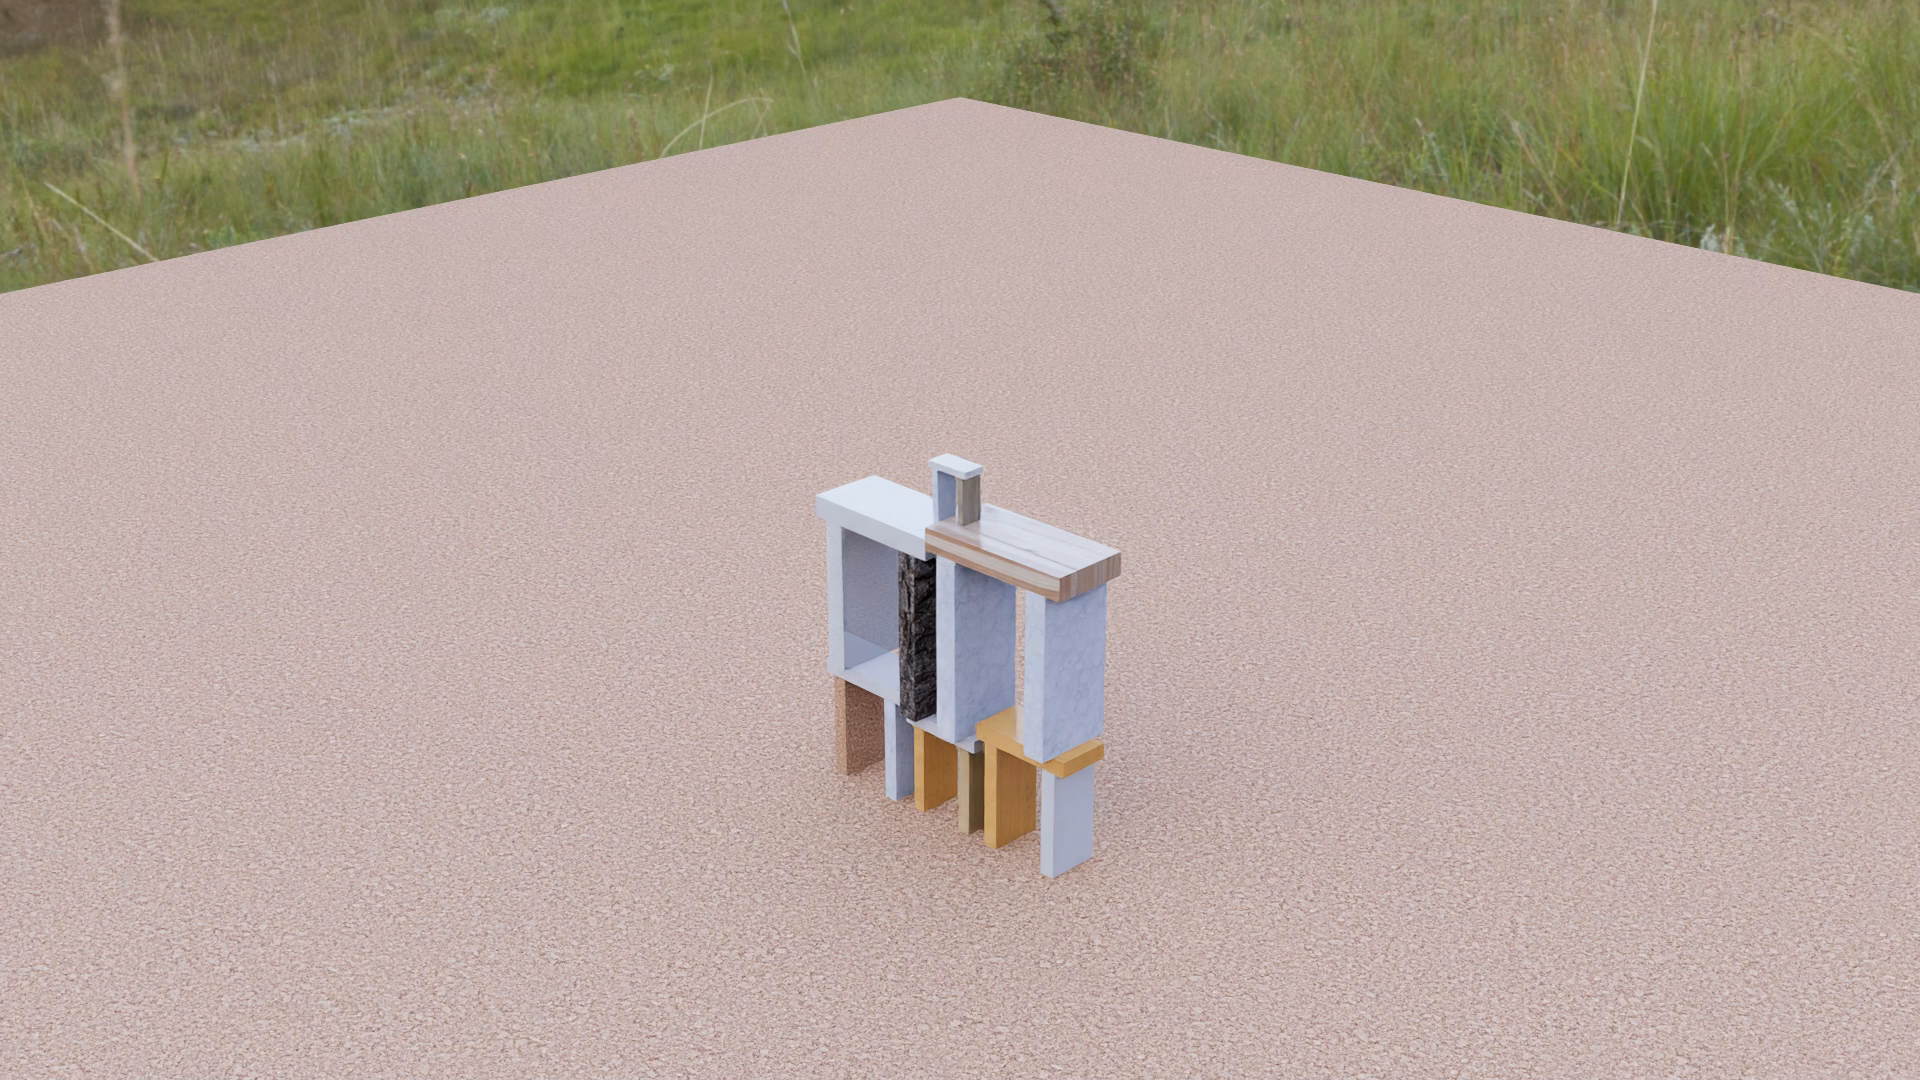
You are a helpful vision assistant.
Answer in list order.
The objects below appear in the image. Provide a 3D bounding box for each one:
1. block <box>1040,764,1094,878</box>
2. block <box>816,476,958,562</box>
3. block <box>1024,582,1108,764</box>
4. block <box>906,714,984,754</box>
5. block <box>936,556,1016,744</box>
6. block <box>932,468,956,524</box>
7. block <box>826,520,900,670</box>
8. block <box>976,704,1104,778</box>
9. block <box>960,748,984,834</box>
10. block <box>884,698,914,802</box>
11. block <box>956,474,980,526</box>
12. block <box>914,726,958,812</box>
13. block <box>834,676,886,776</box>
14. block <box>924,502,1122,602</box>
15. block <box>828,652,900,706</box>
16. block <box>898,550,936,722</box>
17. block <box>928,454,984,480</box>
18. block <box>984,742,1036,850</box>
[{"bbox_3d":[0.207,0.526,4.229,0.032,0.228,0.114,21,31,41],"label":"block"},{"bbox_3d":[-0.120,-0.046,4.340,0.159,0.045,0.318,-21,31,-40],"label":"block"},{"bbox_3d":[0.197,0.231,4.114,0.048,0.341,0.171,21,31,40],"label":"block"},{"bbox_3d":[-0.006,0.366,4.376,0.095,0.027,0.191,-21,31,-41],"label":"block"},{"bbox_3d":[0.032,0.188,4.269,0.048,0.383,0.171,21,31,40],"label":"block"},{"bbox_3d":[-0.029,-0.084,4.208,0.049,0.127,0.014,-22,31,-39],"label":"block"},{"bbox_3d":[-0.195,0.092,4.480,0.159,0.318,0.045,-21,31,-40],"label":"block"},{"bbox_3d":[0.153,0.386,4.227,0.228,0.032,0.114,21,31,40],"label":"block"},{"bbox_3d":[0.042,0.483,4.379,0.027,0.191,0.095,21,31,41],"label":"block"},{"bbox_3d":[-0.102,0.412,4.503,0.032,0.225,0.113,21,31,41],"label":"block"},{"bbox_3d":[0.017,-0.079,4.160,0.049,0.097,0.014,-23,32,-40],"label":"block"},{"bbox_3d":[-0.048,0.448,4.462,0.095,0.191,0.027,-21,31,-41],"label":"block"},{"bbox_3d":[-0.208,0.370,4.600,0.113,0.225,0.032,-21,31,-41],"label":"block"},{"bbox_3d":[0.115,0.021,4.111,0.341,0.048,0.171,21,31,40],"label":"block"},{"bbox_3d":[-0.155,0.273,4.501,0.113,0.032,0.225,-21,31,-40],"label":"block"},{"bbox_3d":[-0.047,0.169,4.349,0.159,0.357,0.045,-21,31,-40],"label":"block"},{"bbox_3d":[-0.008,-0.139,4.158,0.097,0.014,0.049,21,32,41],"label":"block"},{"bbox_3d":[0.100,0.484,4.328,0.032,0.228,0.114,21,31,41],"label":"block"}]
